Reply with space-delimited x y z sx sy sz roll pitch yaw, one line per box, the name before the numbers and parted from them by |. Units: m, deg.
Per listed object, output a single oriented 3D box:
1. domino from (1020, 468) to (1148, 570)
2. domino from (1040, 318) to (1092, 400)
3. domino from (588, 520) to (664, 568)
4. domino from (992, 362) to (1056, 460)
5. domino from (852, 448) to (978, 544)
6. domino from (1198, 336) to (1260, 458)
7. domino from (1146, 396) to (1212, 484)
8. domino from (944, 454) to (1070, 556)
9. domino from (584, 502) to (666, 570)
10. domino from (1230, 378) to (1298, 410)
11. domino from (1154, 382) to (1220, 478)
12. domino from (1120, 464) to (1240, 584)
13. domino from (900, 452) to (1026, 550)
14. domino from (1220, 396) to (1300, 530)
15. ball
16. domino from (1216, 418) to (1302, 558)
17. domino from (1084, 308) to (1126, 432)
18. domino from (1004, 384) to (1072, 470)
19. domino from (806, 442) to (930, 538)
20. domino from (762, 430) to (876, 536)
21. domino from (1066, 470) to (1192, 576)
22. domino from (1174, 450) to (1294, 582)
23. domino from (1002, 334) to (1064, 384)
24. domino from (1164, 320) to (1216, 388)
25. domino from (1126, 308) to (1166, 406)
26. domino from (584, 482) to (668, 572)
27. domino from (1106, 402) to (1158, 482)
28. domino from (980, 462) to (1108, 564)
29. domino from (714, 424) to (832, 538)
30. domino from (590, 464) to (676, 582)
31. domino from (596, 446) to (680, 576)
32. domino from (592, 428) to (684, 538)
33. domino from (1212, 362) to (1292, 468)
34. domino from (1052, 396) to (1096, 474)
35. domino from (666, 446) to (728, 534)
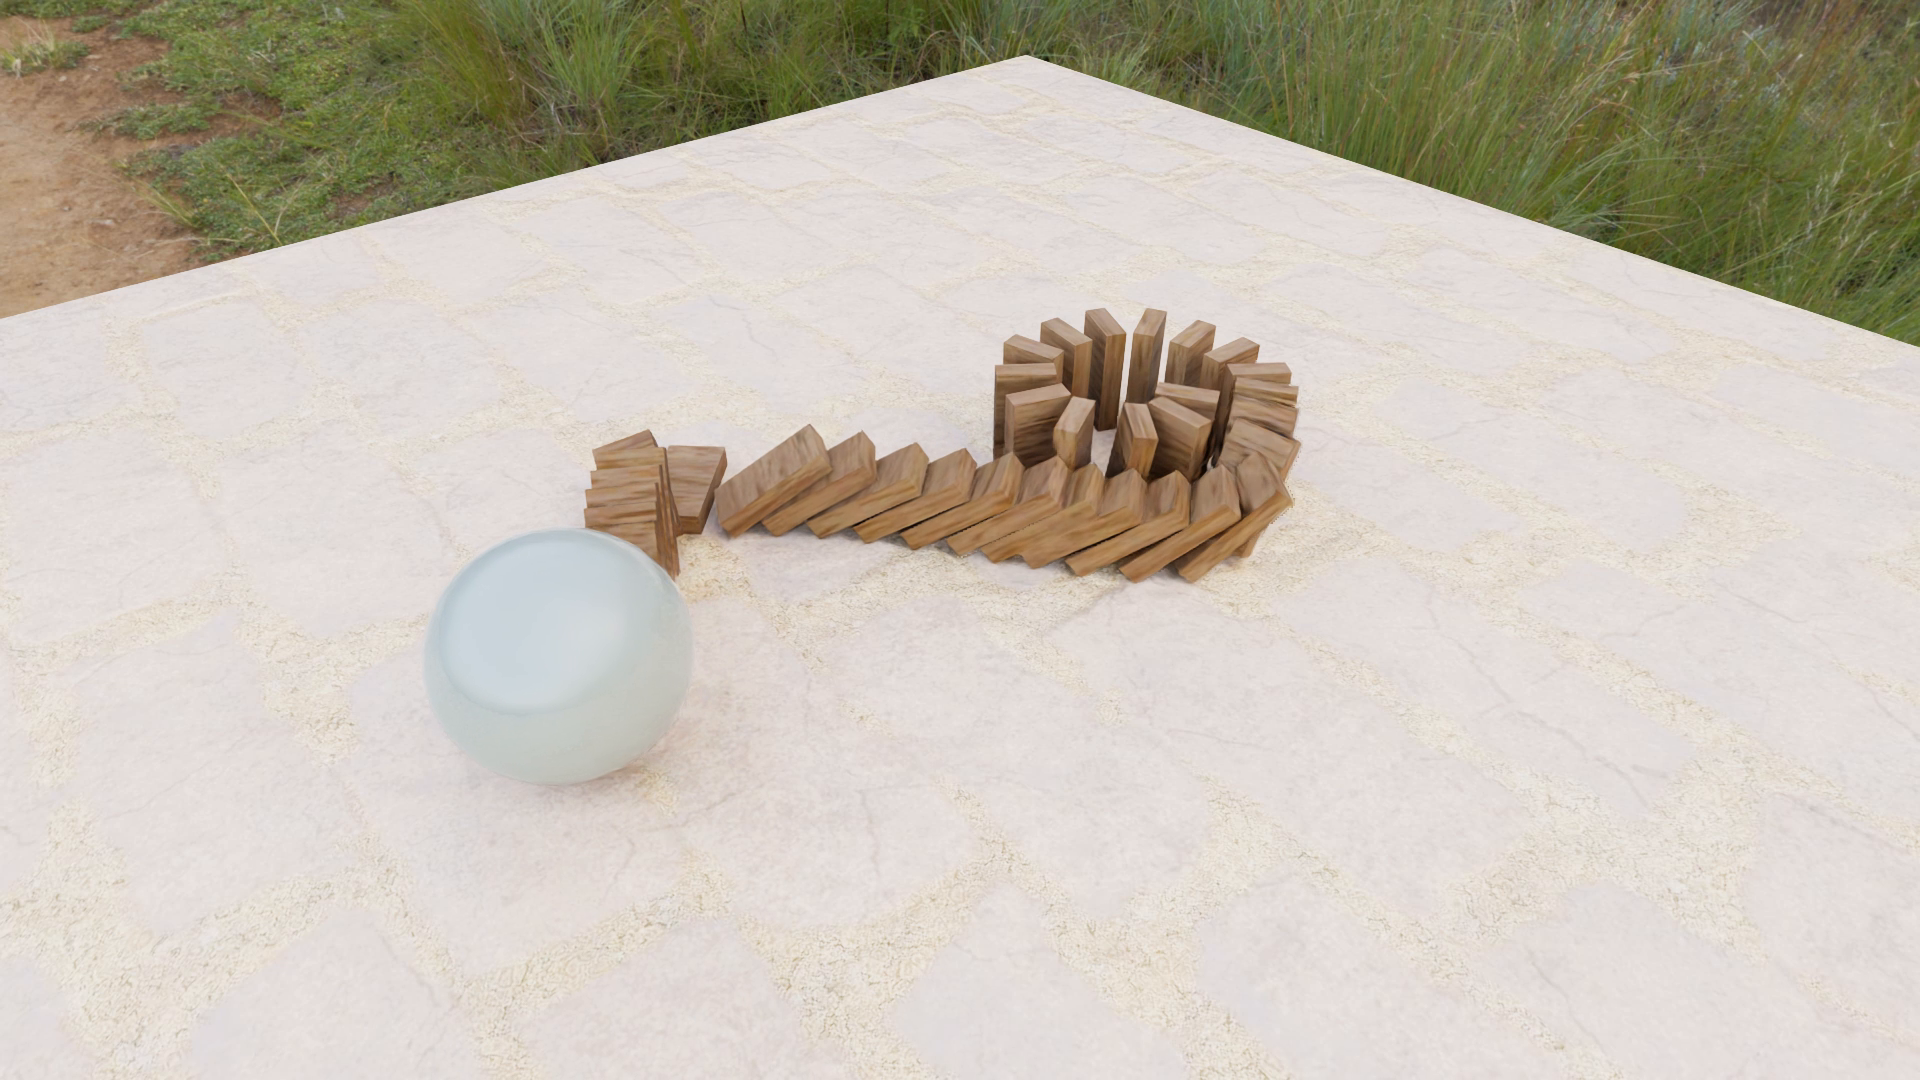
domino | 0.048 -0.008 0.431 0.050 0.009 0.025 -25 28 32
domino | 0.047 -0.073 0.500 0.010 0.050 0.025 -23 44 -25
domino | -0.118 0.019 0.391 0.025 0.050 0.009 -6 4 -7
domino | 0.027 -0.052 0.475 0.025 0.050 0.009 -2 39 -3
domino | -0.018 -0.018 0.445 0.050 0.009 0.025 -22 31 28
domino | 0.117 -0.062 0.488 0.025 0.050 0.010 -26 46 -28
domino | 0.085 -0.030 0.448 0.010 0.050 0.025 -25 45 -35
domino | 0.019 -0.013 0.436 0.050 0.010 0.025 -25 28 32
domino | -0.120 0.012 0.400 0.025 0.050 0.009 -6 4 -7
domino | 0.124 -0.041 0.461 0.025 0.050 0.010 11 30 13
domino | 0.092 -0.040 0.461 0.025 0.050 0.010 11 41 14
domino | 0.084 -0.006 0.425 0.009 0.050 0.025 40 34 -22
domino | 0.001 -0.015 0.441 0.050 0.009 0.025 -23 29 31
domino | 0.119 -0.031 0.450 0.025 0.050 0.009 17 22 19
ball | -0.124 0.036 0.344 0.080 0.080 0.080 0 39 0
domino | 0.113 -0.021 0.438 0.025 0.050 0.010 30 18 29
domino | 0.065 -0.078 0.507 0.010 0.050 0.025 -11 41 -13
domino | 0.032 -0.039 0.459 0.025 0.050 0.009 -14 41 -16
domino | -0.038 -0.020 0.448 0.050 0.010 0.025 -22 33 24
domino | -0.058 -0.023 0.452 0.050 0.010 0.025 -28 37 16
domino | 0.065 -0.006 0.427 0.050 0.009 0.025 -28 26 33
domino | 0.103 -0.009 0.426 0.009 0.050 0.025 30 32 -30
domino | 0.032 -0.064 0.490 0.025 0.050 0.010 25 45 27
domino | 0.102 -0.071 0.499 0.010 0.050 0.025 27 46 29
domino | 0.085 -0.078 0.507 0.009 0.050 0.025 14 41 16
domino | -0.123 0.005 0.409 0.025 0.050 0.010 -6 4 -7
domino | 0.067 -0.027 0.444 0.009 0.050 0.025 4 39 -7
domino | 0.033 -0.010 0.433 0.050 0.009 0.025 -25 28 32
domino | -0.078 -0.025 0.454 0.050 0.010 0.025 -34 39 8
domino | -0.124 -0.003 0.418 0.025 0.050 0.009 -6 4 -7
domino | -0.125 -0.010 0.427 0.025 0.050 0.010 -6 4 -7
domino | -0.132 -0.020 0.449 0.025 0.009 0.050 -21 60 -6
domino | 0.125 -0.052 0.474 0.025 0.050 0.009 -2 37 -3
domino | 0.045 -0.030 0.448 0.010 0.050 0.025 14 41 17
domino | -0.118 -0.022 0.471 0.025 0.010 0.050 2 39 2
